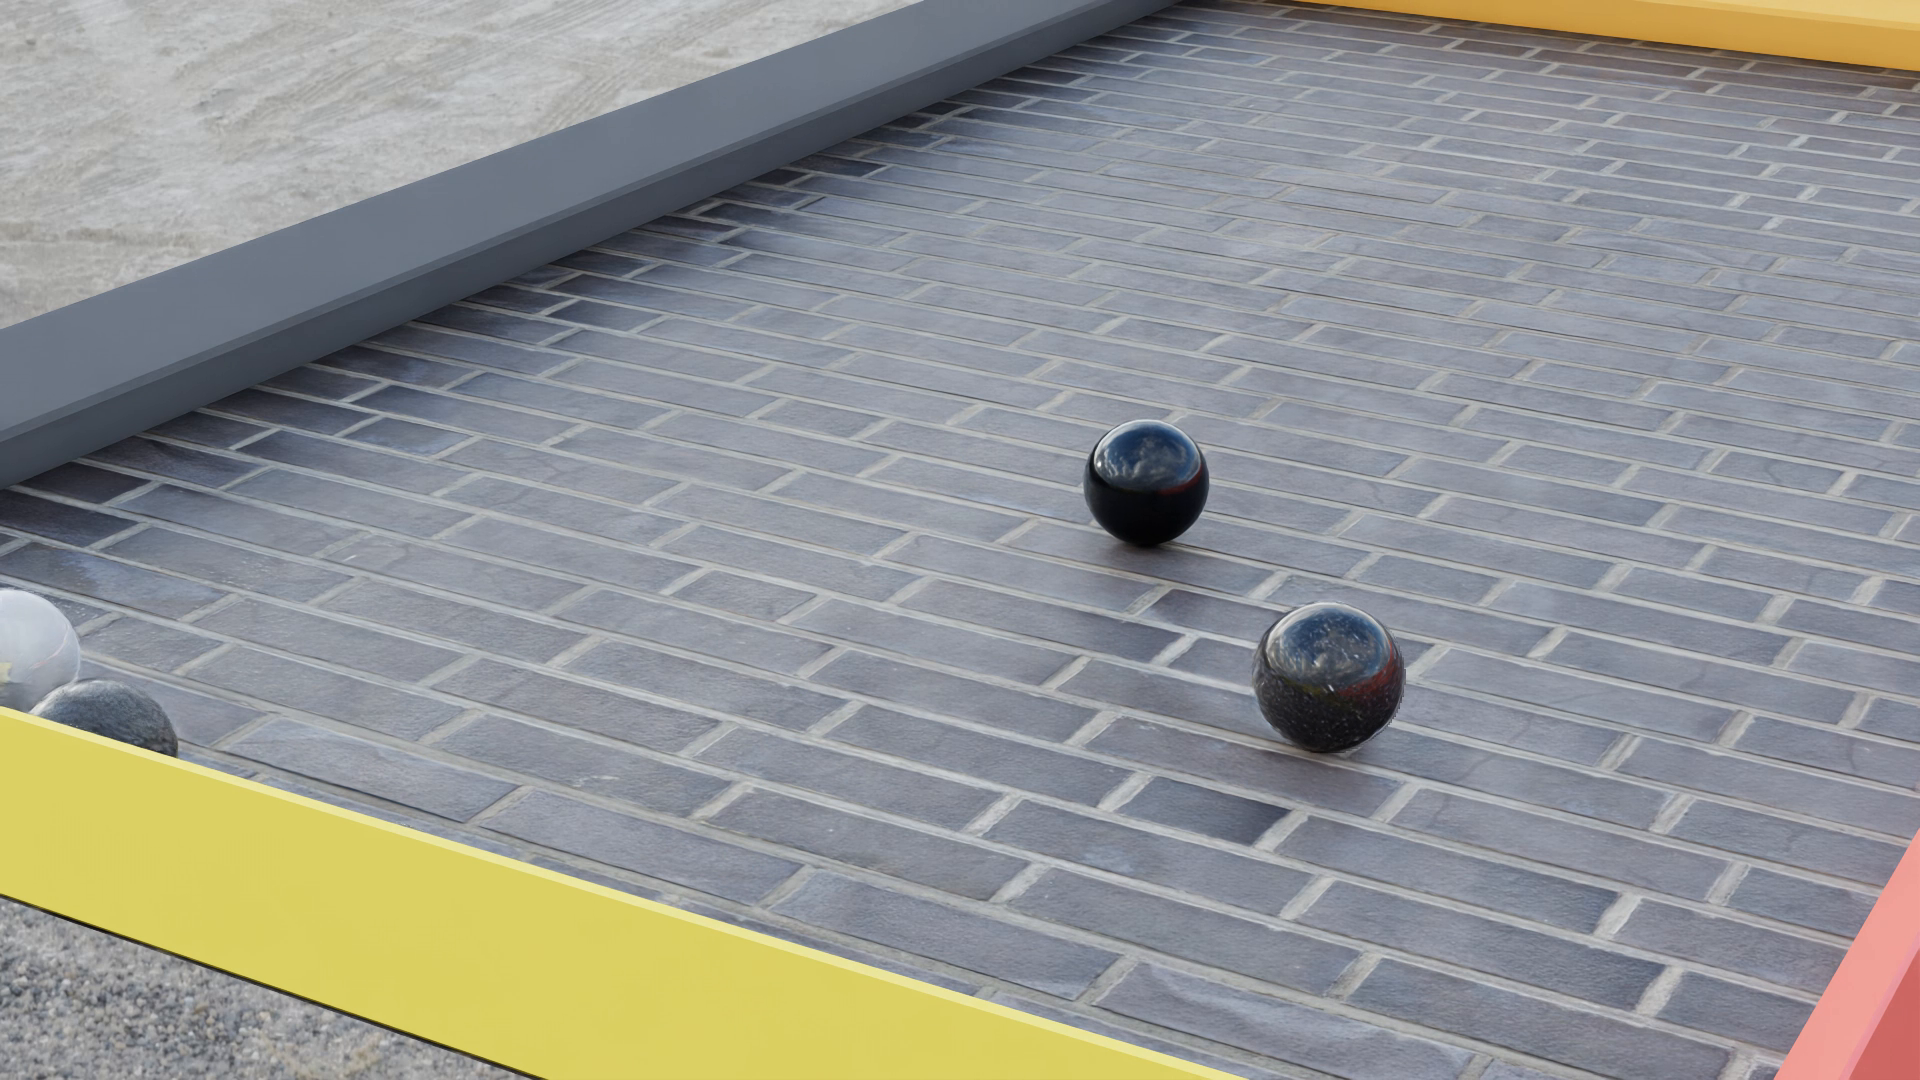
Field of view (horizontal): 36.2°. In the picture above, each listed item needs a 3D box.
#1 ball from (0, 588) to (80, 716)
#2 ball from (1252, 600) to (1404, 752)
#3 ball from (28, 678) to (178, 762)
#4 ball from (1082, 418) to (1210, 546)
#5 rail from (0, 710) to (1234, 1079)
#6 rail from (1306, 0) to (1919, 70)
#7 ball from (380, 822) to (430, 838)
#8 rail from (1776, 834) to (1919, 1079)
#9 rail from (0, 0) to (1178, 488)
[{"bbox_3d":[-0.595,0.074,1.838,0.087,0.087,0.087,0,22,0],"label":"ball"},{"bbox_3d":[0.226,0.084,1.809,0.093,0.093,0.093,0,22,0],"label":"ball"},{"bbox_3d":[-0.501,0.126,1.705,0.092,0.092,0.092,0,22,0],"label":"ball"},{"bbox_3d":[0.134,-0.042,2.116,0.091,0.091,0.091,0,22,0],"label":"ball"},{"bbox_3d":[-0.309,0.183,1.526,1.460,0.120,0.045,12,25,27],"label":"rail"},{"bbox_3d":[0.949,-0.646,3.553,1.460,0.120,0.045,12,25,27],"label":"rail"},{"bbox_3d":[-0.309,0.187,1.588,0.069,0.069,0.069,0,22,0],"label":"ball"},{"bbox_3d":[0.933,-0.098,2.214,0.045,0.120,2.573,12,25,27],"label":"rail"},{"bbox_3d":[-0.292,-0.365,2.865,0.045,0.120,2.573,12,25,27],"label":"rail"}]
